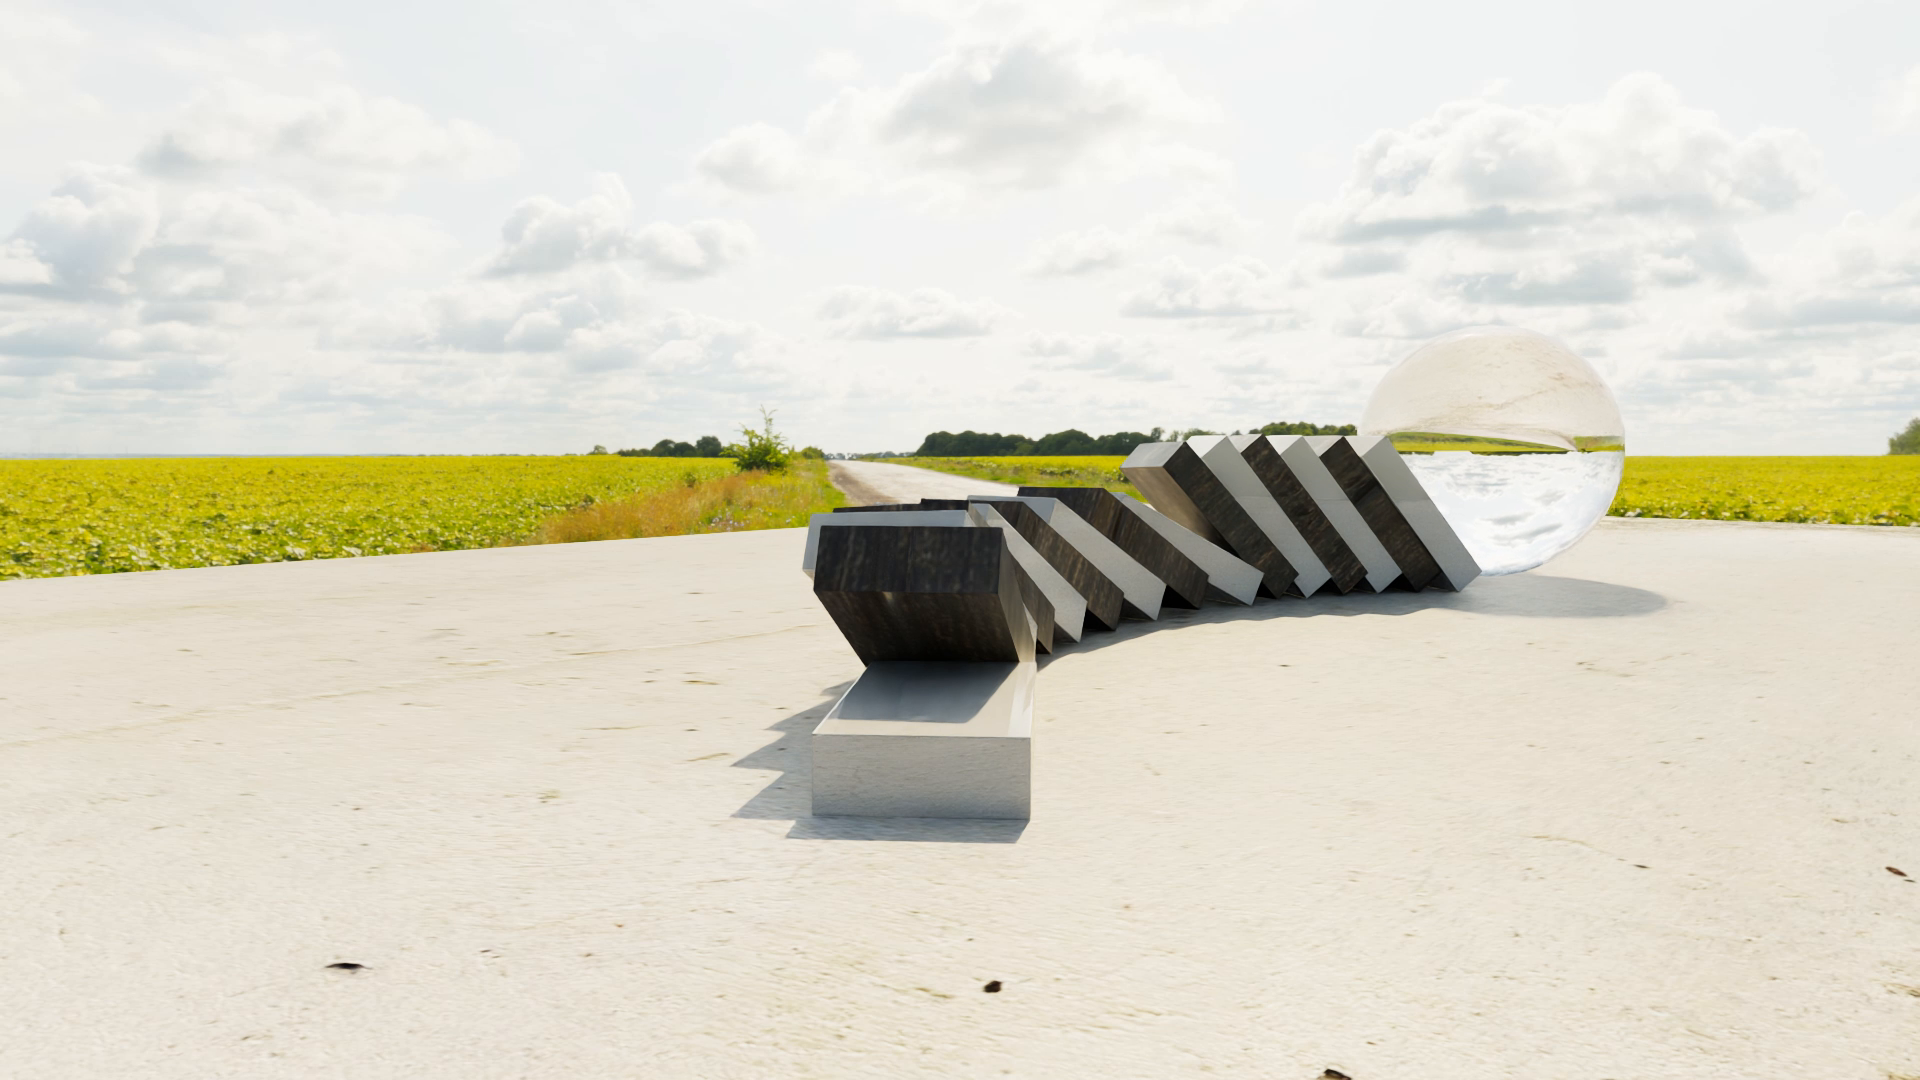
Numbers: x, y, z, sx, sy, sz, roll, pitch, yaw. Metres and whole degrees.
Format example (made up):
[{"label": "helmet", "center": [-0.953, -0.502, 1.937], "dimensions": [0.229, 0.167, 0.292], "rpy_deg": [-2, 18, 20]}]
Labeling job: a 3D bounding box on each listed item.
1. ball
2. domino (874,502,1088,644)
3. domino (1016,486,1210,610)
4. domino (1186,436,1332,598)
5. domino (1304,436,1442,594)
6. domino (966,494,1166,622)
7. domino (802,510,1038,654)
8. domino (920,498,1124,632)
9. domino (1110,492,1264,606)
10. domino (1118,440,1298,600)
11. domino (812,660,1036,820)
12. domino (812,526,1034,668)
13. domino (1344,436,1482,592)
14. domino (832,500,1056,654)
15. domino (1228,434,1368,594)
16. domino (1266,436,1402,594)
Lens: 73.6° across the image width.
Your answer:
[{"label": "ball", "center": [0.168, -0.028, 0.410], "dimensions": [0.080, 0.080, 0.080], "rpy_deg": [0, 4, 0]}, {"label": "domino", "center": [0.004, 0.007, 0.259], "dimensions": [0.025, 0.009, 0.050], "rpy_deg": [1, -23, 29]}, {"label": "domino", "center": [0.037, 0.002, 0.314], "dimensions": [0.025, 0.010, 0.050], "rpy_deg": [3, -23, 43]}, {"label": "domino", "center": [0.081, -0.007, 0.361], "dimensions": [0.009, 0.050, 0.025], "rpy_deg": [-40, 11, -6]}, {"label": "domino", "center": [0.116, -0.008, 0.374], "dimensions": [0.010, 0.050, 0.025], "rpy_deg": [-40, 11, -6]}, {"label": "domino", "center": [0.024, 0.005, 0.300], "dimensions": [0.025, 0.009, 0.050], "rpy_deg": [4, -21, 41]}, {"label": "domino", "center": [-0.005, 0.010, 0.215], "dimensions": [0.025, 0.009, 0.050], "rpy_deg": [-1, -24, 17]}, {"label": "domino", "center": [0.014, 0.006, 0.280], "dimensions": [0.025, 0.009, 0.050], "rpy_deg": [3, -22, 34]}, {"label": "domino", "center": [0.053, 0.002, 0.337], "dimensions": [0.050, 0.010, 0.025], "rpy_deg": [27, -9, -27]}, {"label": "domino", "center": [0.068, -0.005, 0.350], "dimensions": [0.010, 0.050, 0.025], "rpy_deg": [-47, 16, -12]}, {"label": "domino", "center": [-0.003, 0.025, 0.171], "dimensions": [0.025, 0.009, 0.050], "rpy_deg": [0, 4, 4]}, {"label": "domino", "center": [-0.004, 0.012, 0.194], "dimensions": [0.025, 0.010, 0.050], "rpy_deg": [1, -23, 9]}, {"label": "domino", "center": [0.128, -0.008, 0.375], "dimensions": [0.009, 0.050, 0.025], "rpy_deg": [-40, 11, -6]}, {"label": "domino", "center": [-0.002, 0.008, 0.235], "dimensions": [0.025, 0.009, 0.050], "rpy_deg": [-2, -24, 21]}, {"label": "domino", "center": [0.093, -0.008, 0.366], "dimensions": [0.009, 0.050, 0.025], "rpy_deg": [-40, 9, -6]}, {"label": "domino", "center": [0.104, -0.008, 0.371], "dimensions": [0.009, 0.050, 0.025], "rpy_deg": [-40, 11, -6]}]
